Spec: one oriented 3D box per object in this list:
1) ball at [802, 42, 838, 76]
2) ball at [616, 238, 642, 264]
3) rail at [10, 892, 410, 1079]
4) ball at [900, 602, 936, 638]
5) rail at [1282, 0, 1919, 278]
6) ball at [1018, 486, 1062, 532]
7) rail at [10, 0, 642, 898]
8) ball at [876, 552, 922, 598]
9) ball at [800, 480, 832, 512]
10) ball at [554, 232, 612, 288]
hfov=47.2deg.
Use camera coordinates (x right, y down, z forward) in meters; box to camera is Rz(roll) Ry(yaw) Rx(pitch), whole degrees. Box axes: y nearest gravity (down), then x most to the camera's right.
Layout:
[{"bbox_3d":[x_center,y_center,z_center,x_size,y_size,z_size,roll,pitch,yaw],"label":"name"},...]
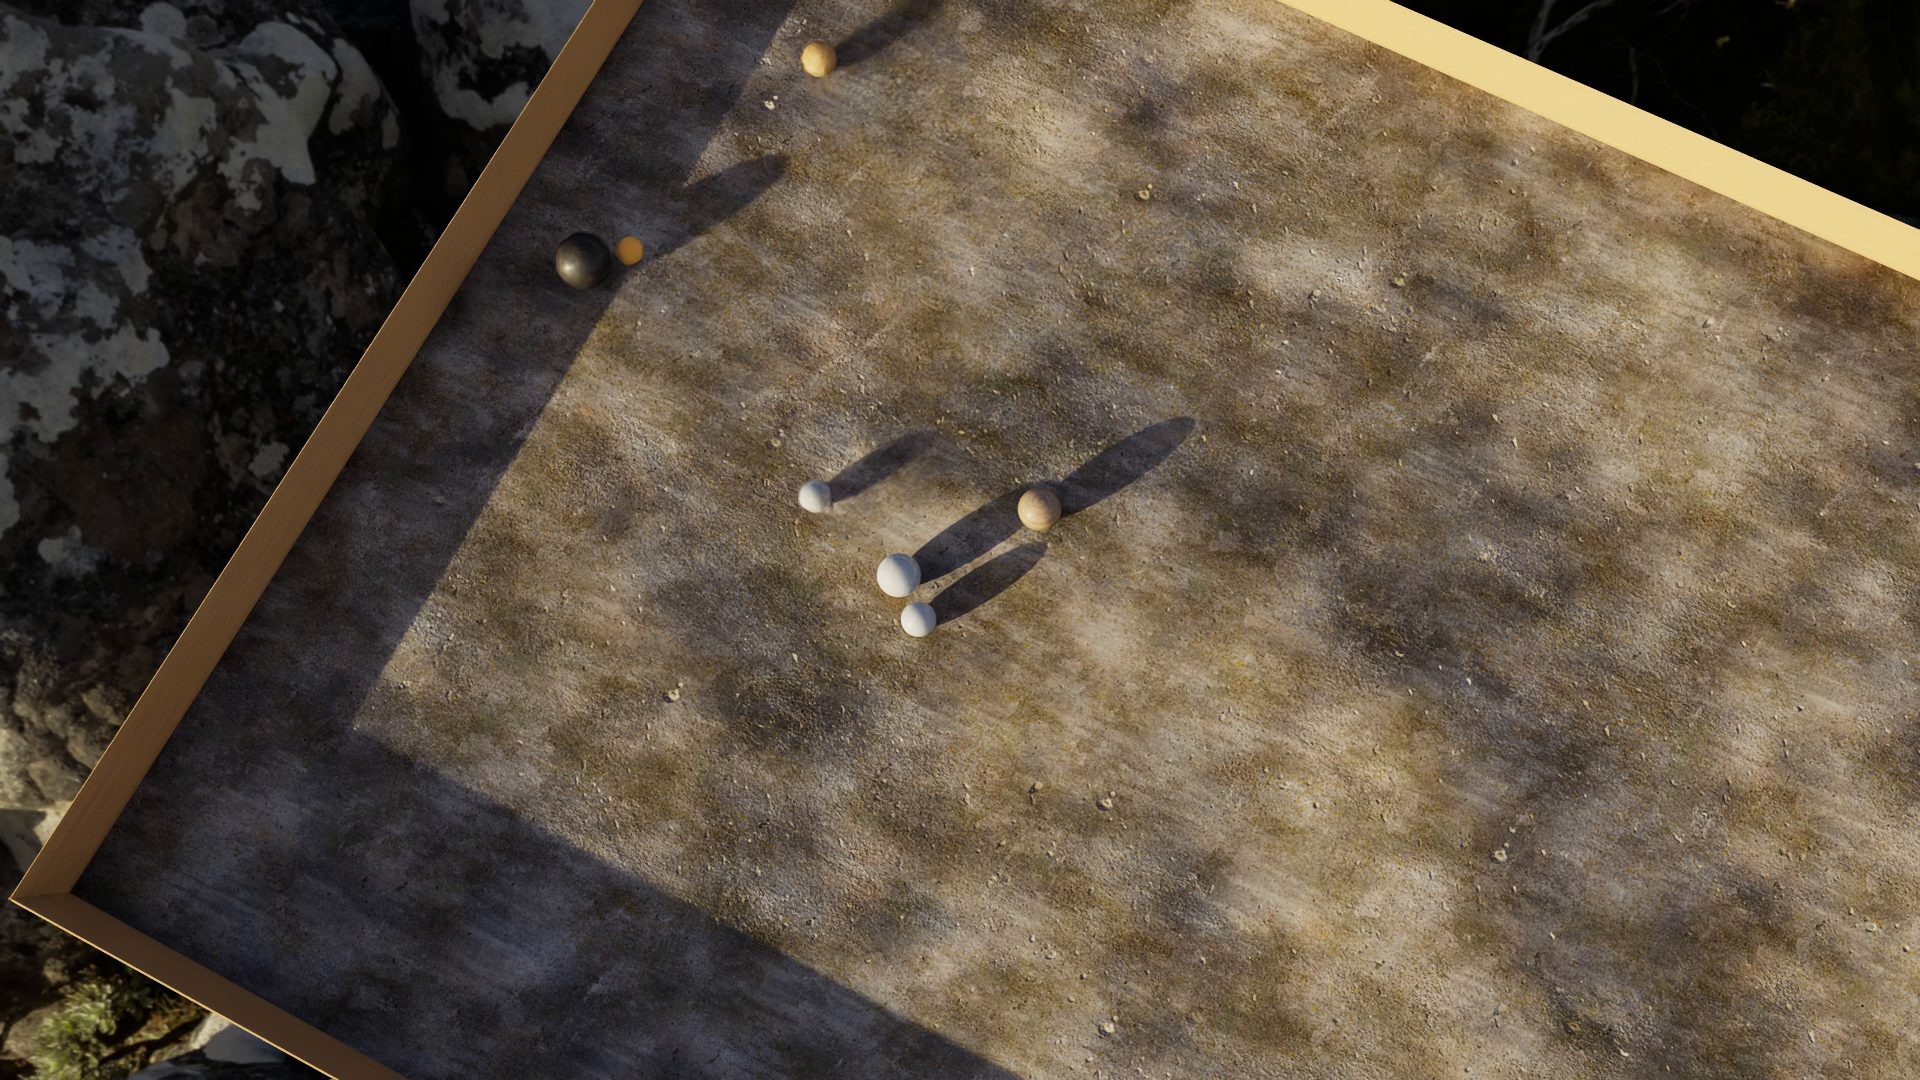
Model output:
[{"bbox_3d":[-0.235,-0.807,3.690,0.059,0.059,0.059,0,71,0],"label":"ball"},{"bbox_3d":[-0.540,-0.471,3.584,0.045,0.045,0.045,0,71,0],"label":"ball"},{"bbox_3d":[0.340,1.338,2.936,3.808,0.117,0.045,26,73,8],"label":"rail"},{"bbox_3d":[-0.064,0.122,3.379,0.055,0.055,0.055,0,71,0],"label":"ball"},{"bbox_3d":[1.353,-0.533,3.566,3.808,0.117,0.045,26,73,8],"label":"rail"},{"bbox_3d":[0.124,-0.048,3.429,0.069,0.069,0.069,0,71,0],"label":"ball"},{"bbox_3d":[-0.826,-0.411,3.525,0.045,0.117,2.266,26,73,8],"label":"rail"},{"bbox_3d":[-0.094,0.054,3.395,0.069,0.069,0.069,0,71,0],"label":"ball"},{"bbox_3d":[-0.226,-0.068,3.445,0.051,0.051,0.051,0,71,0],"label":"ball"},{"bbox_3d":[-0.609,-0.451,3.554,0.090,0.090,0.090,0,71,0],"label":"ball"}]
